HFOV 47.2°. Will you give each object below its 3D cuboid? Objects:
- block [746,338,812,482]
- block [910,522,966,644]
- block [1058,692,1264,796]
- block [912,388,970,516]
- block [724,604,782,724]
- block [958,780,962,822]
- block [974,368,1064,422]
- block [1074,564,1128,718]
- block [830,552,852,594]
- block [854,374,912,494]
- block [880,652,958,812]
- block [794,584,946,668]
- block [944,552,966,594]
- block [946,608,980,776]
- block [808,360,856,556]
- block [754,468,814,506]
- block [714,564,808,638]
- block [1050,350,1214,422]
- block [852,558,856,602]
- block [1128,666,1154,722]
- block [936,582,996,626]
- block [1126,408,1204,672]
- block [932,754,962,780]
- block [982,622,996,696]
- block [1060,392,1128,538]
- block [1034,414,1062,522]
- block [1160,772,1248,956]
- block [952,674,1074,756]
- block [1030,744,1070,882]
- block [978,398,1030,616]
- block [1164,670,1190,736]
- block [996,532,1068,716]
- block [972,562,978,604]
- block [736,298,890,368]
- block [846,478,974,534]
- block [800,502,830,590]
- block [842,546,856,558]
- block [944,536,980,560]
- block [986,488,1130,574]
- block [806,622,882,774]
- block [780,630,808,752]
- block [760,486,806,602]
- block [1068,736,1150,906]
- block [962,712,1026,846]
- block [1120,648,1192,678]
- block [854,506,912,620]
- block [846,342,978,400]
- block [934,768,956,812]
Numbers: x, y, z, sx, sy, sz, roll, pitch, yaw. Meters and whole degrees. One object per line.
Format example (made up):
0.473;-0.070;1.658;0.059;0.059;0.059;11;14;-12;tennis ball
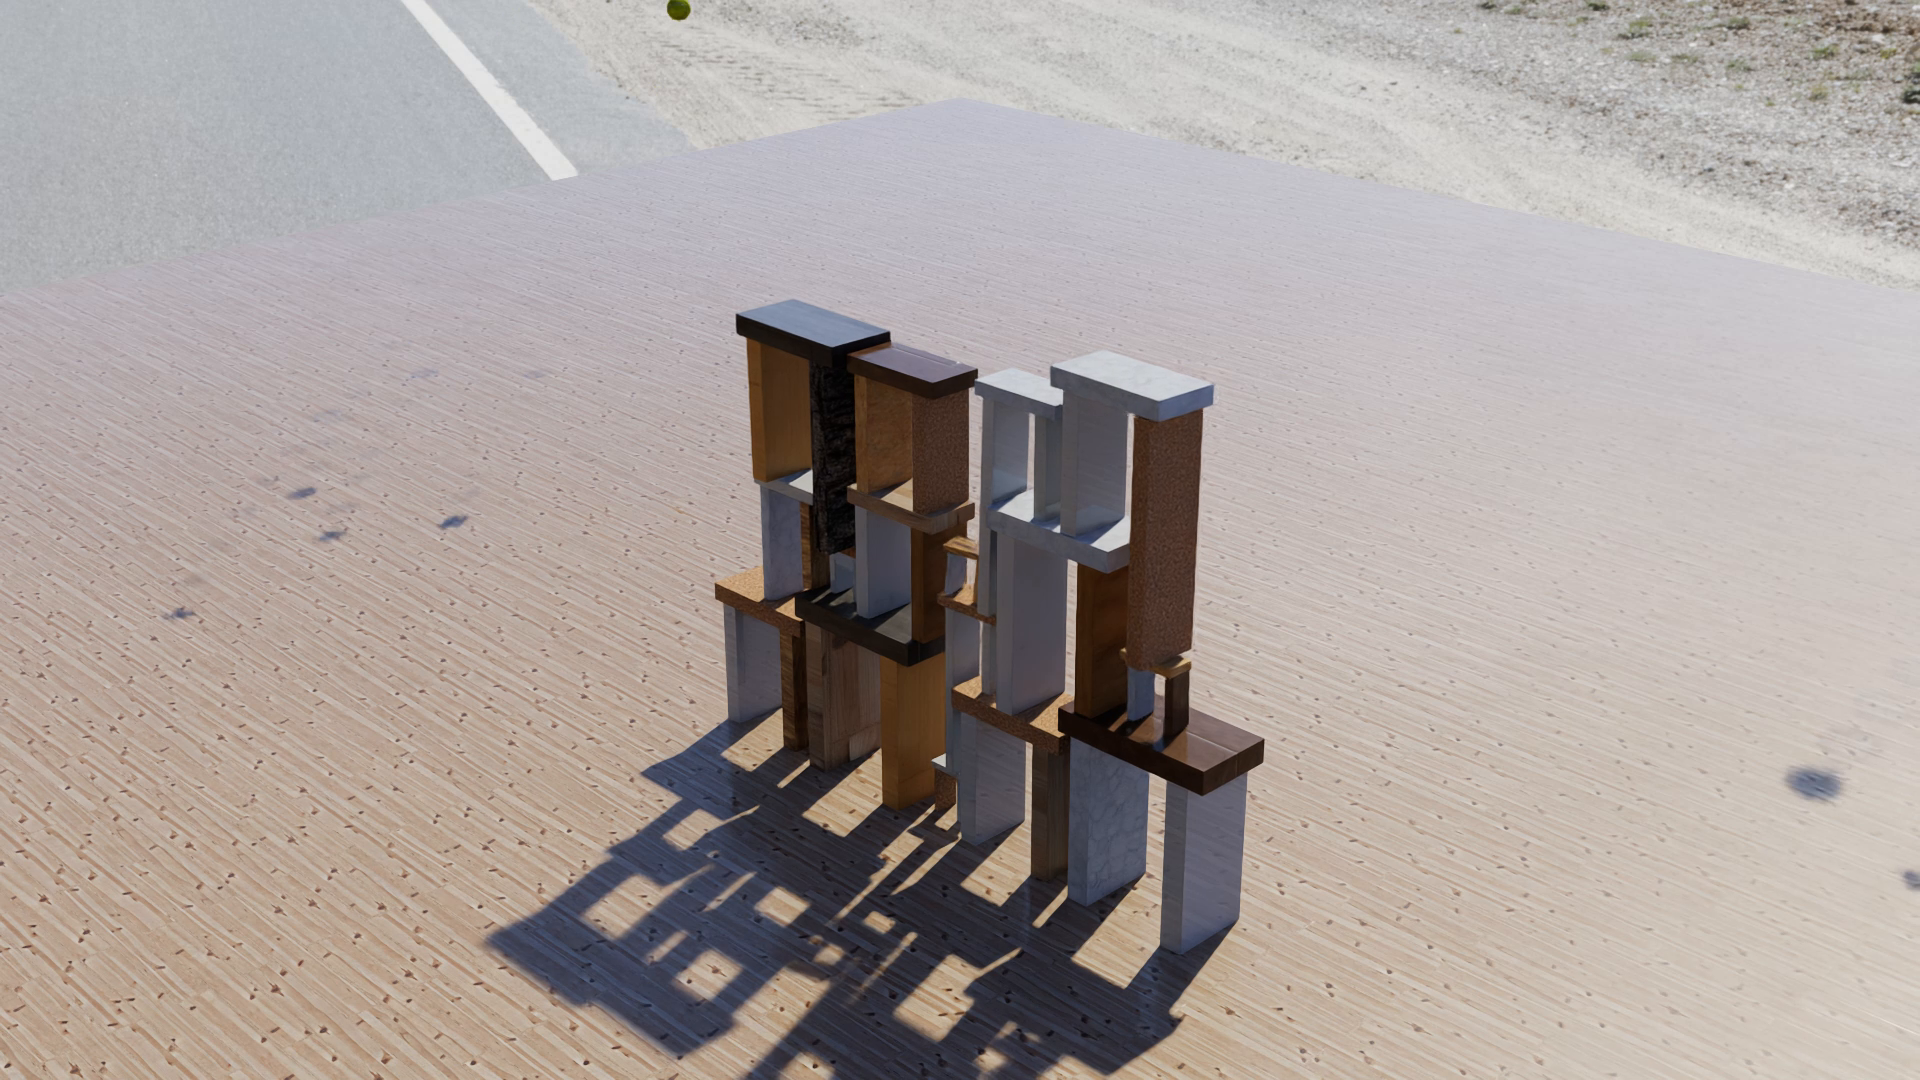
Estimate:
-0.359;-0.282;4.499;0.150;0.300;0.042;-21;30;-41;block
-0.041;0.073;4.302;0.034;0.238;0.119;21;31;41;block
0.362;0.353;3.988;0.343;0.049;0.171;21;31;41;block
-0.037;-0.177;4.194;0.034;0.238;0.119;21;31;40;block
-0.446;0.249;4.817;0.039;0.278;0.139;21;31;41;block
0.016;0.516;4.421;0.014;0.096;0.048;21;31;41;block
0.132;-0.264;3.966;0.199;0.028;0.099;21;31;40;block
0.276;0.162;3.997;0.042;0.297;0.148;21;31;41;block
-0.243;0.054;4.518;0.051;0.102;0.014;-21;30;-40;block
-0.149;-0.221;4.298;0.034;0.238;0.119;21;31;41;block
-0.082;0.366;4.467;0.048;0.337;0.168;21;31;41;block
-0.162;0.158;4.465;0.337;0.048;0.168;21;31;41;block
-0.008;0.055;4.236;0.013;0.094;0.047;24;36;28;block
0.006;0.287;4.336;0.021;0.364;0.075;21;31;40;block
-0.225;-0.179;4.388;0.150;0.401;0.042;-21;31;-39;block
-0.327;-0.119;4.533;0.095;0.027;0.191;-21;31;-40;block
-0.381;0.129;4.695;0.278;0.039;0.139;21;31;41;block
0.294;-0.267;3.786;0.133;0.038;0.266;-19;28;-37;block
-0.194;0.074;4.473;0.051;0.102;0.014;-21;31;-40;block
0.328;0.264;3.984;0.017;0.117;0.059;17;27;39;block
0.036;0.122;4.231;0.150;0.021;0.075;20;30;39;block
0.355;-0.006;3.822;0.133;0.471;0.038;-21;32;-38;block
-0.007;0.457;4.420;0.096;0.014;0.048;21;31;41;block
0.076;0.217;4.228;0.021;0.150;0.075;21;31;40;block
0.239;-0.150;3.903;0.038;0.266;0.133;21;31;41;block
0.178;-0.141;3.968;0.028;0.199;0.099;21;31;41;block
0.443;0.565;3.990;0.049;0.343;0.171;21;31;41;block
0.134;0.325;4.217;0.283;0.040;0.142;21;31;41;block
0.200;0.500;4.219;0.040;0.283;0.142;21;31;41;block
0.081;-0.071;4.103;0.028;0.434;0.099;22;31;38;block
0.387;0.287;3.932;0.017;0.117;0.058;14;27;33;block
0.136;0.139;4.139;0.042;0.365;0.148;21;31;41;block
0.048;0.072;4.200;0.013;0.094;0.047;26;35;31;block
-0.293;-0.412;4.368;0.150;0.042;0.300;-20;30;-39;block
-0.097;-0.074;4.300;0.238;0.034;0.119;21;31;41;block
-0.282;-0.001;4.535;0.095;0.191;0.027;-21;30;-41;block
-0.227;0.010;4.473;0.051;0.014;0.102;-20;30;-39;block
0.020;0.017;4.189;0.094;0.013;0.047;16;32;33;block
0.206;-0.021;3.995;0.297;0.042;0.148;21;31;41;block
-0.241;0.304;4.613;0.048;0.337;0.168;21;31;41;block
-0.315;0.301;4.696;0.039;0.278;0.139;21;31;41;block
-0.371;-0.005;4.630;0.095;0.258;0.027;-21;31;-41;block
0.281;0.502;4.139;0.049;0.343;0.171;21;31;41;block
0.067;0.448;4.342;0.040;0.283;0.142;21;31;41;block
0.349;0.213;3.932;0.058;0.017;0.117;-21;31;-41;block
-0.153;0.029;4.405;0.034;0.238;0.119;21;31;41;block
-0.092;-0.324;4.193;0.239;0.034;0.119;21;31;41;block
-0.030;0.499;4.462;0.014;0.096;0.048;21;31;41;block
